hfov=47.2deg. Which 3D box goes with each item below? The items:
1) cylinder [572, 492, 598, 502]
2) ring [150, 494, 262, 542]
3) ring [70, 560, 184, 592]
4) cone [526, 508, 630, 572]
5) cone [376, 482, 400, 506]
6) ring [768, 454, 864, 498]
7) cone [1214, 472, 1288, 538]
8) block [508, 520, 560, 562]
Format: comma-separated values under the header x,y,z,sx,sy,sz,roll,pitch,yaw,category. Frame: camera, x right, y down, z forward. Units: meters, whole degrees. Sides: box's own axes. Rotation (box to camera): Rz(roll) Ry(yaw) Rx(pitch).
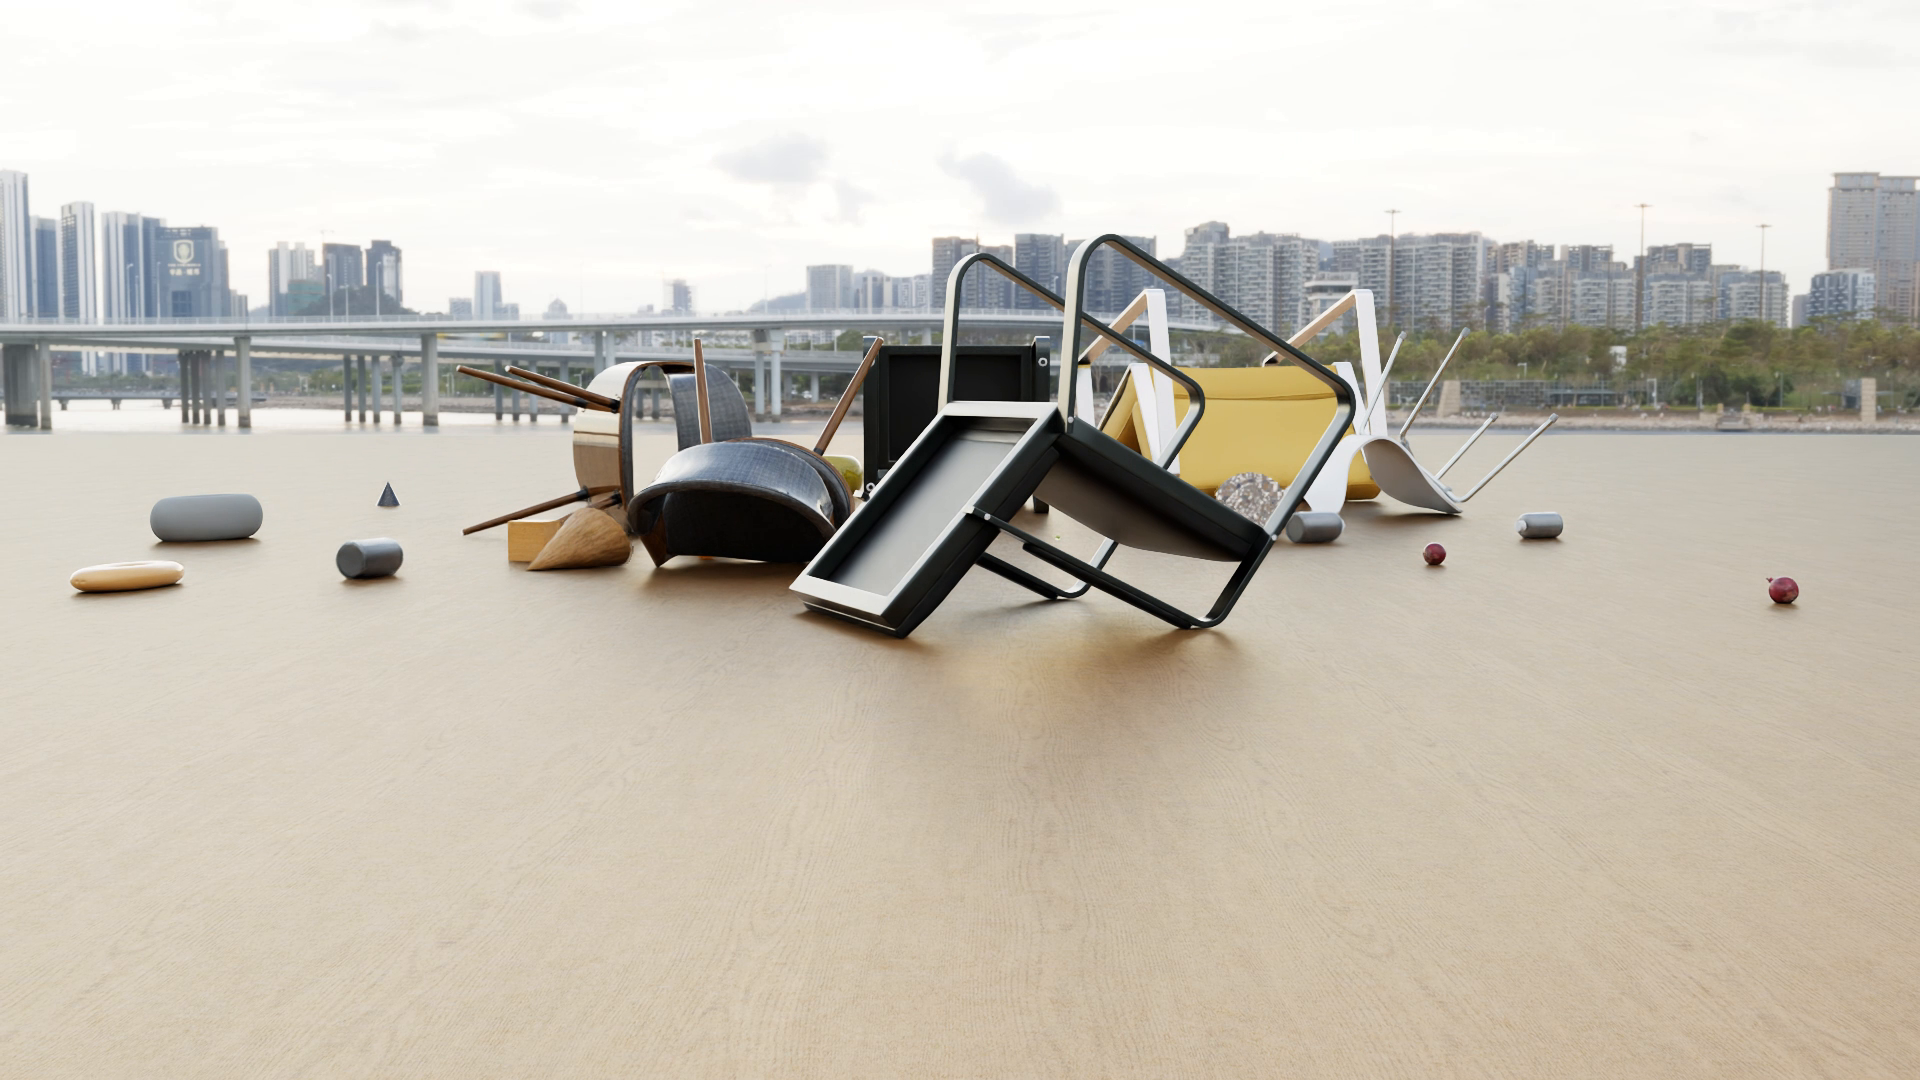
x,y,z,sx,sy,sz,roll,pitch,yaw,category
-1.495,-0.171,8.765,0.070,0.036,0.069,12,17,34,cylinder
-2.251,-0.067,6.578,0.220,0.132,0.356,1,5,38,ring
-1.880,0.081,4.976,0.165,0.053,0.350,0,3,15,ring
-0.993,0.034,5.500,0.228,0.153,0.249,17,31,36,cone
-2.214,-0.182,8.515,0.096,0.094,0.103,1,4,9,cone
-0.597,-0.262,9.081,0.406,0.178,0.350,0,2,-24,ring
0.888,-0.063,6.743,0.221,0.209,0.276,15,-15,10,cone
-1.120,0.001,5.780,0.105,0.103,0.085,1,4,18,block
